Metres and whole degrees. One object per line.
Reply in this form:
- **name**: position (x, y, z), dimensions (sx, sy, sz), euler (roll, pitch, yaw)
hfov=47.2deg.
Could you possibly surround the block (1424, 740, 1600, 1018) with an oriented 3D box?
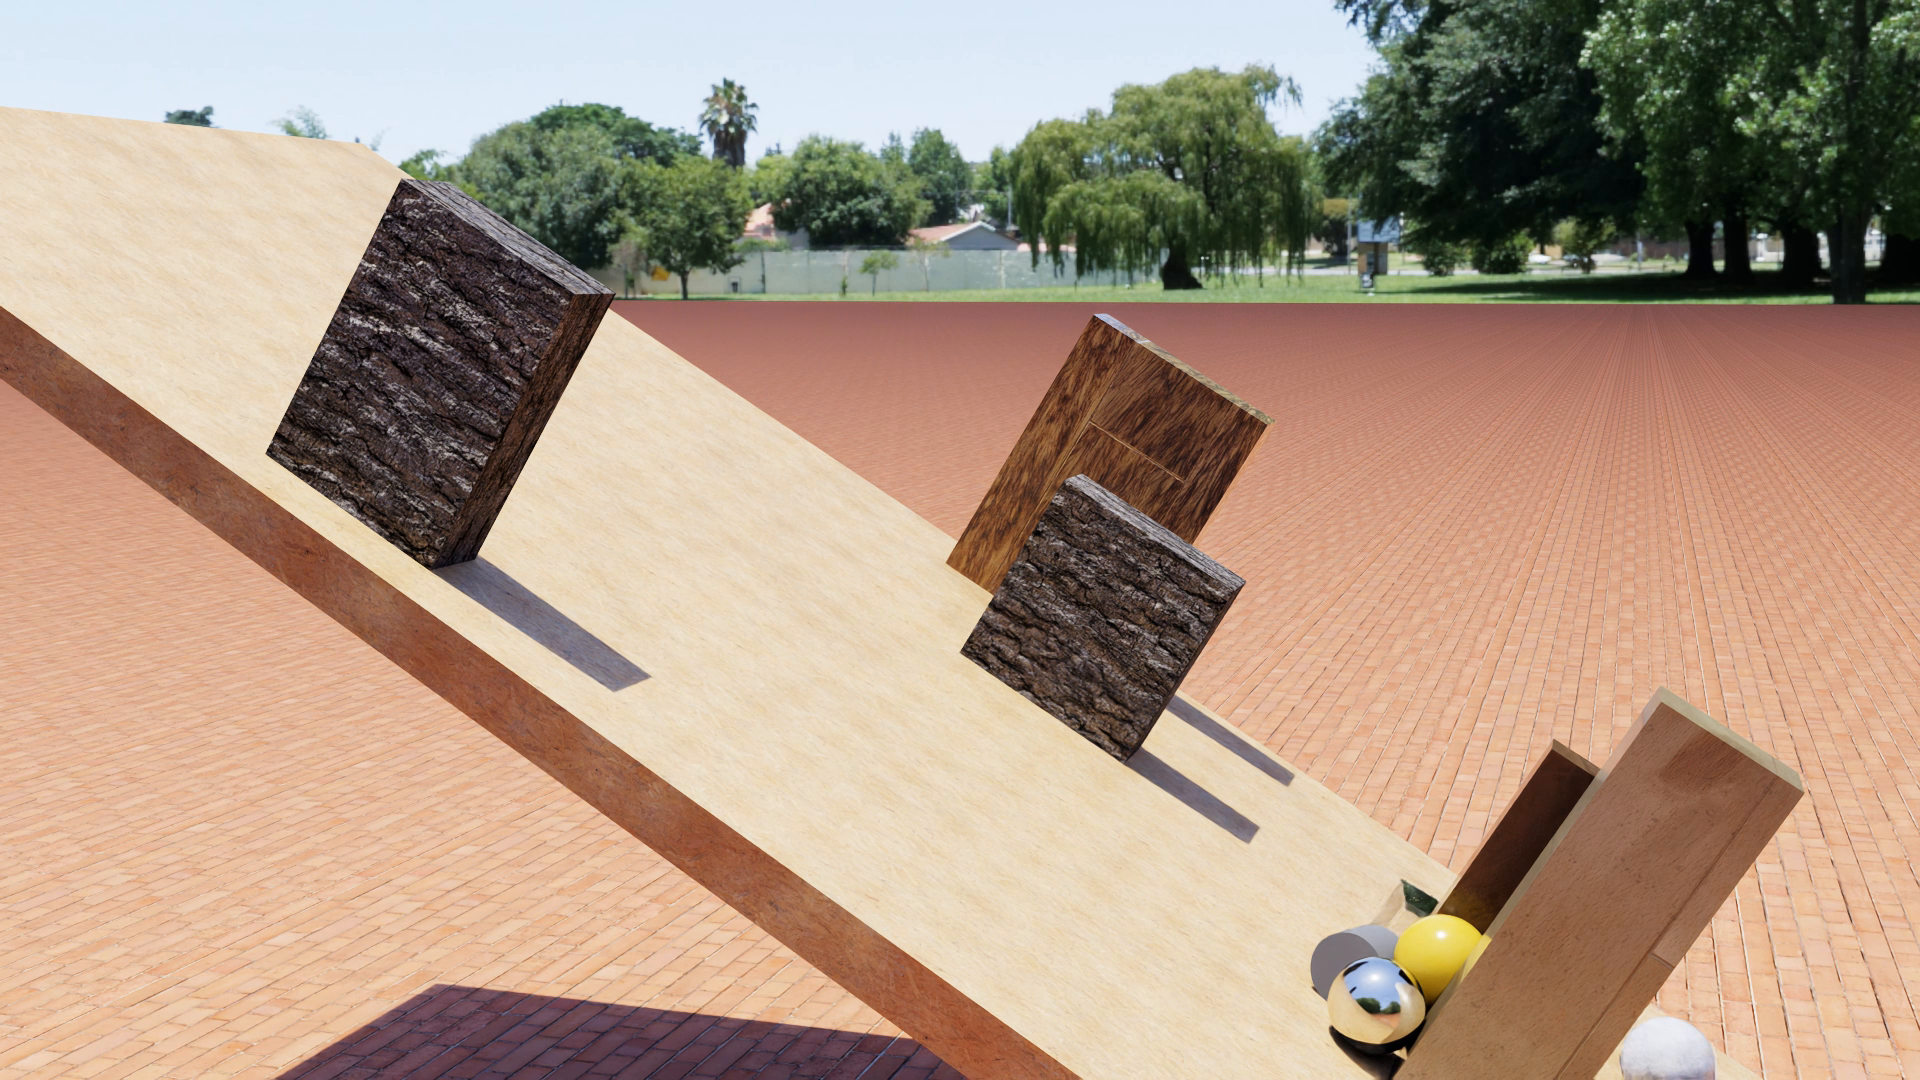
- **block**: position (1.020, 0.677, 3.786), dimensions (0.361, 0.558, 0.090), euler (34, 15, 11)

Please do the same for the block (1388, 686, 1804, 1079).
- **block**: position (0.999, 0.626, 3.493), dimensions (0.246, 0.772, 0.143), euler (34, 15, 11)

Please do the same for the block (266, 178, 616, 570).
- **block**: position (-0.805, -0.256, 3.400), dimensions (0.332, 0.493, 0.139), euler (34, 15, 11)

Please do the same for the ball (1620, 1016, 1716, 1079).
- **ball**: position (1.335, 0.987, 4.148), dimensions (0.173, 0.173, 0.173), euler (0, 7, 0)

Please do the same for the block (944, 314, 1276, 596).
- **block**: position (0.326, -0.103, 4.814), dimensions (0.443, 0.644, 0.125), euler (34, 15, 11)

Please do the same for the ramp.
- **ramp**: position (-0.162, 0.267, 4.117), dimensions (4.000, 0.100, 2.000), euler (34, 15, 11)

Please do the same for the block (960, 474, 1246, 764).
- **block**: position (0.282, 0.153, 4.353), dimensions (0.393, 0.411, 0.145), euler (34, 15, 11)

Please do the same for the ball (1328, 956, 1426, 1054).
- **ball**: position (0.687, 0.767, 3.627), dimensions (0.159, 0.159, 0.159), euler (0, 7, 0)

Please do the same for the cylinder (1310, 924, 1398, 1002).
- **cylinder**: position (0.690, 0.736, 3.794), dimensions (0.130, 0.130, 0.130), euler (4, -1, 31)

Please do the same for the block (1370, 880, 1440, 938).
- **block**: position (0.832, 0.743, 4.006), dimensions (0.152, 0.152, 0.152), euler (31, 15, 0)

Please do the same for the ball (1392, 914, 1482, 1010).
- **ball**: position (0.816, 0.716, 3.720), dimensions (0.164, 0.164, 0.164), euler (0, 7, 0)
